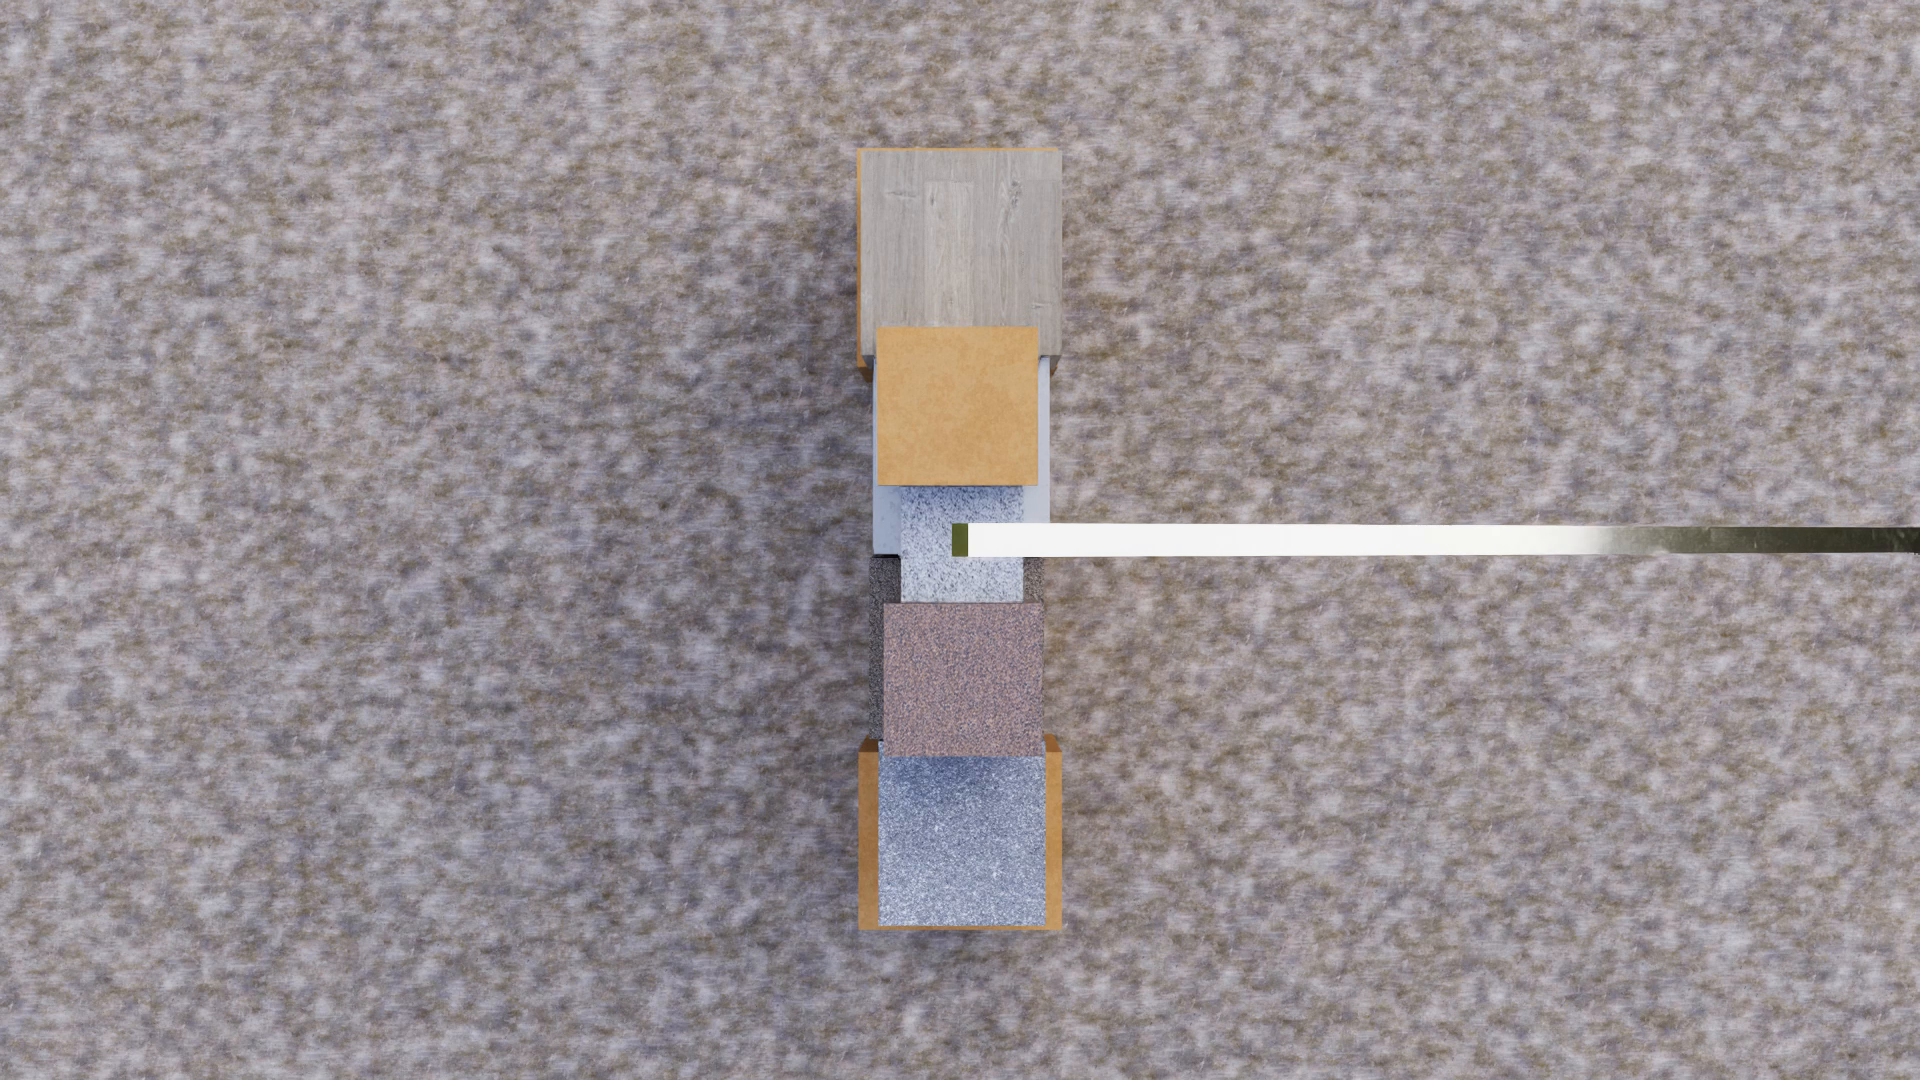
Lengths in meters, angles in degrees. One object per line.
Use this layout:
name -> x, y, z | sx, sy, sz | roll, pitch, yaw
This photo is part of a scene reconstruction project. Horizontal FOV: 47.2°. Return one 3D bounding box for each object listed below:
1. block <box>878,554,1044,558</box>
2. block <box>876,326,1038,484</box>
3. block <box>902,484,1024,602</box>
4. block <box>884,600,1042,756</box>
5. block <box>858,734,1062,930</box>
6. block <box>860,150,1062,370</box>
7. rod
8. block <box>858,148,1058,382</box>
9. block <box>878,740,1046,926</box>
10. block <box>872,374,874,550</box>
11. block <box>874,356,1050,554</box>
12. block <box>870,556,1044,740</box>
block -> 0.007, 0.600, 12.486 | 0.902, 1.027, 1.077 | 0, 90, 0
block -> -0.011, -0.633, 10.517 | 0.739, 0.840, 0.725 | 0, 92, 0
block -> 0.011, 0.007, 10.668 | 0.575, 0.610, 0.560 | 0, 92, 0
block -> 0.013, 0.654, 10.649 | 0.740, 0.755, 0.715 | 0, 90, 0
block -> 0.001, 1.629, 12.449 | 1.102, 1.103, 0.961 | 0, 90, 0
block -> 0.007, -1.427, 11.382 | 1.000, 0.912, 1.016 | 0, 90, 0
rod -> 2.234, 0.000, 6.582 | 5.200, 0.080, 0.080 | 0, 90, -31
block -> -0.014, -1.521, 12.419 | 1.081, 1.162, 1.177 | 0, 90, 0
block -> 0.010, 1.471, 11.463 | 0.838, 0.869, 0.926 | 0, 90, 0
block -> -0.008, -0.436, 12.575 | 0.947, 0.850, 0.973 | 0, 90, 0
block -> 0.009, -0.419, 11.480 | 0.877, 0.997, 0.988 | 0, 89, 0
block -> -0.017, 0.544, 11.500 | 0.877, 0.946, 0.908 | 0, 90, 0
